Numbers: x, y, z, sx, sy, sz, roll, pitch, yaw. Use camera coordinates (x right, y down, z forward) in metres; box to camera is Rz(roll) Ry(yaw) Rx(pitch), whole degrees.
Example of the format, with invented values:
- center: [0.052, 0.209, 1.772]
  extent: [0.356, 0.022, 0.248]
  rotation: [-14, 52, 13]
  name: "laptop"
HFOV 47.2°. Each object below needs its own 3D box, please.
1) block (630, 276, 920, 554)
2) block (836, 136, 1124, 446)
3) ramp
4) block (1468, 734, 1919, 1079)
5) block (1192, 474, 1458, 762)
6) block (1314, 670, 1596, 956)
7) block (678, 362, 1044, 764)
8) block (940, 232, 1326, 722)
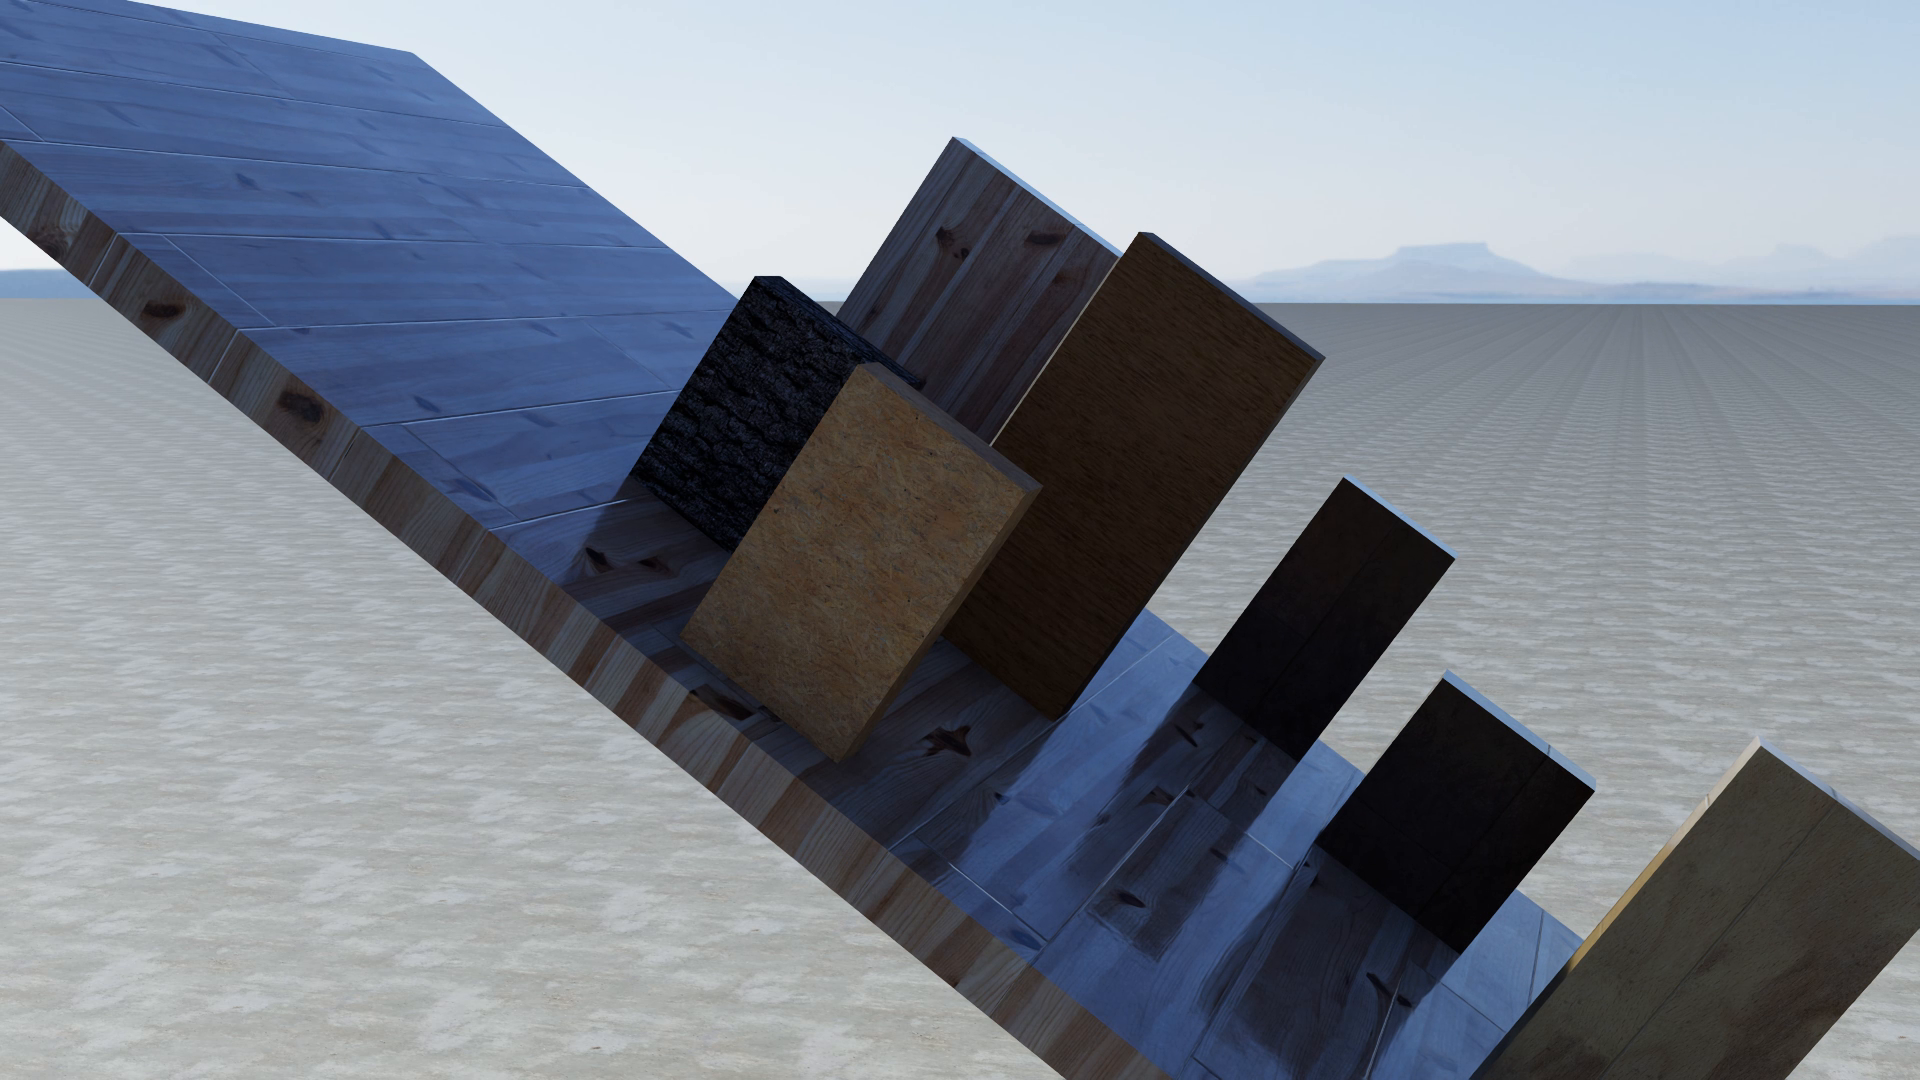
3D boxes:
- center: [-0.314, -0.188, 3.707]
  extent: [0.306, 0.409, 0.115]
  rotation: [37, 16, 10]
  name: "block"
- center: [-0.027, -0.409, 4.443]
  extent: [0.414, 0.683, 0.094]
  rotation: [37, 16, 10]
  name: "block"
- center: [-0.090, 0.162, 4.082]
  extent: [4.000, 0.100, 2.000]
  rotation: [37, 16, 10]
  name: "ramp"
- center: [1.086, 0.694, 3.288]
  extent: [0.328, 0.768, 0.084]
  rotation: [37, 16, 10]
  name: "block"
- center: [0.766, 0.165, 4.631]
  extent: [0.283, 0.544, 0.086]
  rotation: [37, 16, 10]
  name: "block"
- center: [0.943, 0.518, 4.198]
  extent: [0.344, 0.409, 0.100]
  rotation: [37, 16, 10]
  name: "block"
- center: [-0.149, 0.033, 3.219]
  extent: [0.306, 0.498, 0.091]
  rotation: [37, 16, 10]
  name: "block"
- center: [0.255, -0.109, 3.916]
  extent: [0.378, 0.797, 0.115]
  rotation: [37, 16, 10]
  name: "block"
